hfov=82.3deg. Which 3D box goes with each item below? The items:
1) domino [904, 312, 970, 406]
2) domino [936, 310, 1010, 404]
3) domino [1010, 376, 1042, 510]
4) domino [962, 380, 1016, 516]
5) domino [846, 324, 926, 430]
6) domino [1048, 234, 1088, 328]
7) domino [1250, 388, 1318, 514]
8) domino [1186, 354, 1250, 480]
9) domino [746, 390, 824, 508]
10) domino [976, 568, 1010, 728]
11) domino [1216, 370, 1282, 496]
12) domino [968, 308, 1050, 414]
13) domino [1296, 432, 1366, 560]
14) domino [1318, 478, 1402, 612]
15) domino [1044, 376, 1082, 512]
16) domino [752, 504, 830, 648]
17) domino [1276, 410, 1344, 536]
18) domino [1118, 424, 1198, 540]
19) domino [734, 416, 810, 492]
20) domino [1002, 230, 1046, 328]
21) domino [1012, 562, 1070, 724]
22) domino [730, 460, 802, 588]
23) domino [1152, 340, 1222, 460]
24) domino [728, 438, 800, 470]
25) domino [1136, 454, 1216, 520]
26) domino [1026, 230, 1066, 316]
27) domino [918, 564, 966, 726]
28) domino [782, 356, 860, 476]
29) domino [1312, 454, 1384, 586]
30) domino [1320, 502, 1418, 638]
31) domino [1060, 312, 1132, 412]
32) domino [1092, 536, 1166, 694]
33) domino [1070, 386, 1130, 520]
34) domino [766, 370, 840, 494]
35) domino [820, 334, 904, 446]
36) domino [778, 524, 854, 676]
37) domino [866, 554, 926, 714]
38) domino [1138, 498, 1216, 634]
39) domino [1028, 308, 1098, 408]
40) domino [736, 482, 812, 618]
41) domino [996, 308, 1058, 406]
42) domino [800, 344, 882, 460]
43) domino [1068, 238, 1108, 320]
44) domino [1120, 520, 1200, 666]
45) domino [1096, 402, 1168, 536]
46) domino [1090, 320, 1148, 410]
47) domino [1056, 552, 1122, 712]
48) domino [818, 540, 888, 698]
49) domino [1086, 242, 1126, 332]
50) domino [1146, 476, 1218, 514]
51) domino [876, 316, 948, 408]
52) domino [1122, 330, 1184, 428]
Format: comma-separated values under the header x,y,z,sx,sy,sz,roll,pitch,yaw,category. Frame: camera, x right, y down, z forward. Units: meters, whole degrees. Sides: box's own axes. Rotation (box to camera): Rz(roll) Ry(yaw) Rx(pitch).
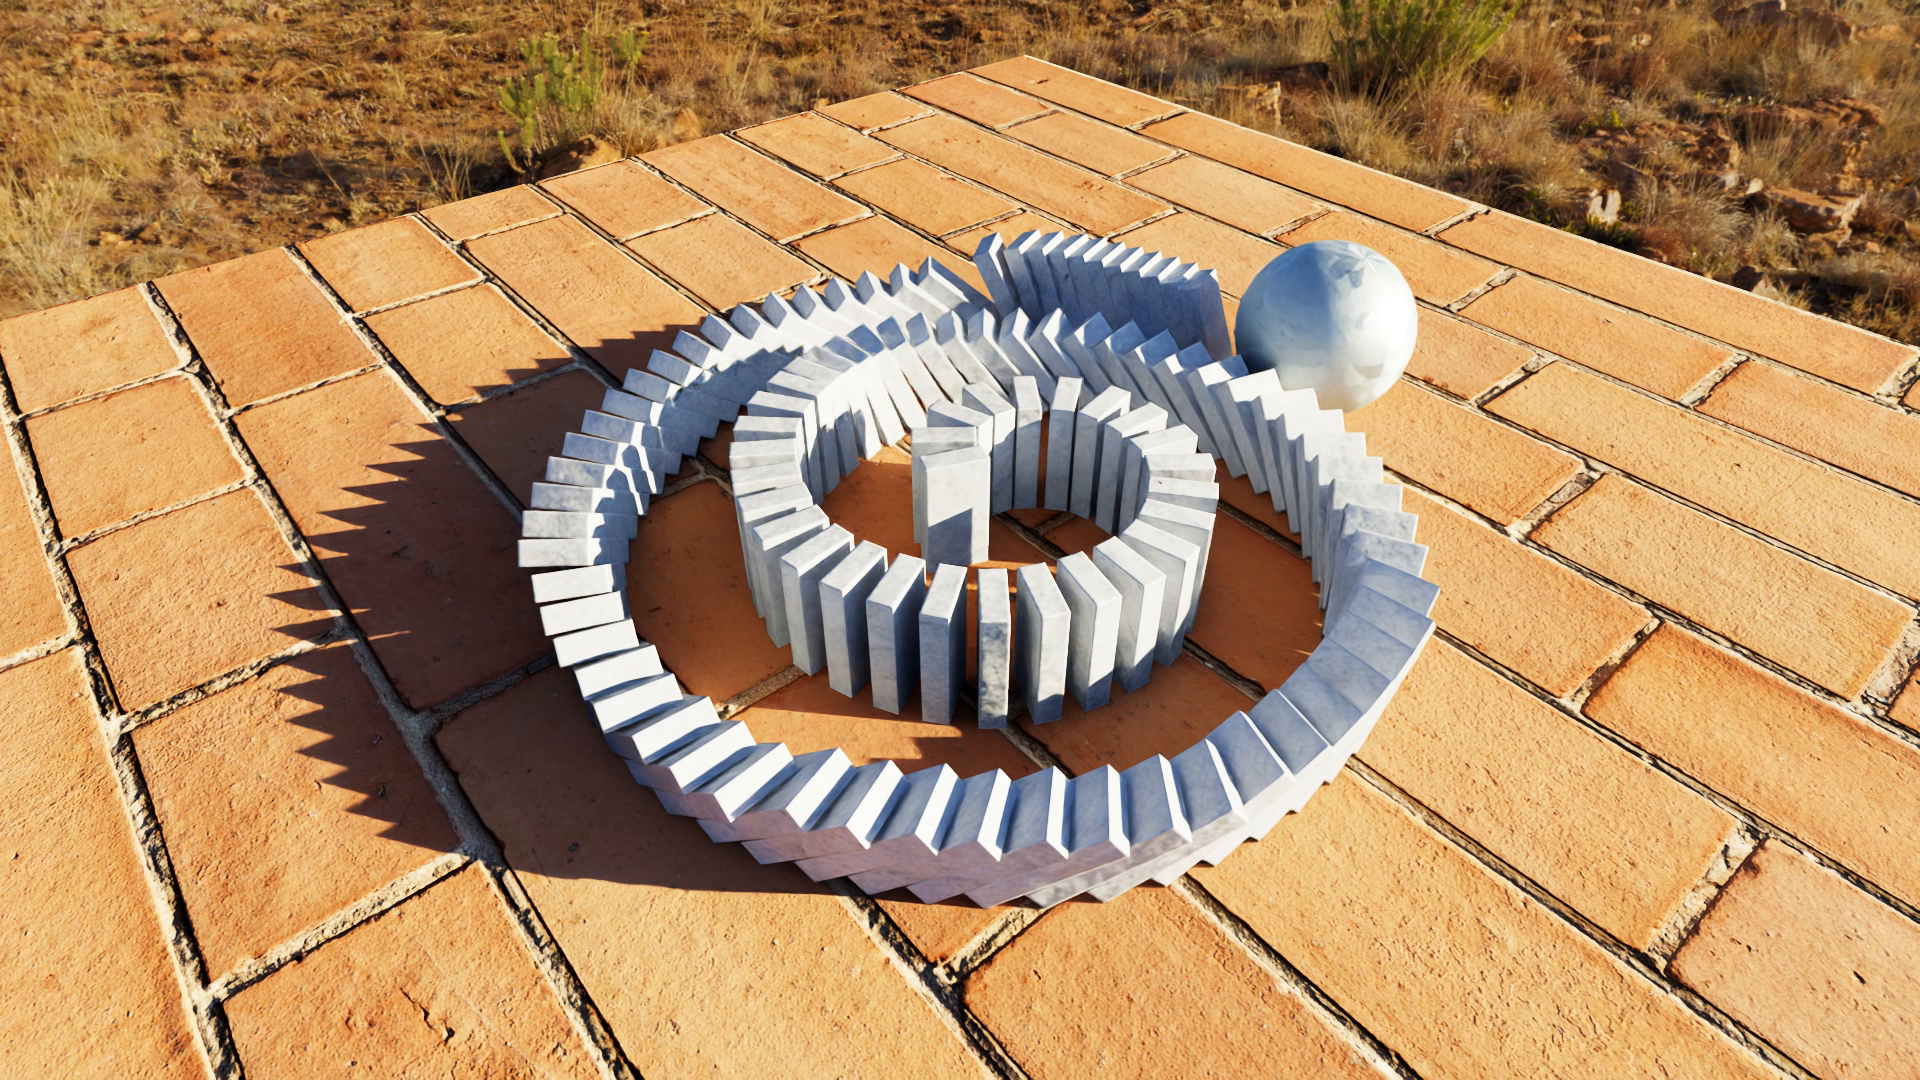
x,y,z,sx,sy,sz,roll,pitch,yaw,category
-0.006,-0.080,0.511,0.010,0.050,0.025,-31,39,13,domino
0.008,-0.082,0.514,0.010,0.050,0.025,-32,36,18,domino
0.027,-0.041,0.461,0.009,0.050,0.025,-3,39,-3,domino
0.011,-0.038,0.458,0.009,0.050,0.025,-21,44,-24,domino
-0.032,-0.073,0.500,0.010,0.050,0.025,-36,47,-5,domino
0.062,-0.130,0.570,0.009,0.050,0.025,3,34,38,domino
0.142,-0.038,0.465,0.025,0.010,0.050,-8,80,-10,domino
0.122,-0.055,0.486,0.025,0.009,0.050,-22,85,-24,domino
-0.072,-0.036,0.455,0.025,0.050,0.009,11,41,13,domino
0.011,0.037,0.367,0.010,0.050,0.025,-1,39,-1,domino
0.132,-0.047,0.476,0.025,0.009,0.050,-16,83,-19,domino
0.023,-0.083,0.516,0.010,0.050,0.025,-31,32,25,domino
0.150,-0.018,0.441,0.025,0.009,0.050,0,79,0,domino
0.151,0.003,0.416,0.025,0.009,0.050,7,79,8,domino
0.043,-0.040,0.460,0.009,0.050,0.025,7,40,9,domino
-0.059,0.013,0.395,0.025,0.050,0.010,-22,44,-24,domino
0.147,-0.028,0.454,0.025,0.010,0.050,-4,80,-5,domino
0.078,-0.020,0.436,0.025,0.050,0.010,-16,42,-19,domino
-0.075,-0.026,0.443,0.025,0.050,0.009,2,39,3,domino
0.040,-0.133,0.574,0.010,0.050,0.025,-3,33,35,domino
0.027,0.035,0.369,0.009,0.050,0.025,-10,40,-12,domino
-0.071,-0.005,0.418,0.025,0.050,0.009,-10,40,-11,domino
0.110,-0.062,0.495,0.025,0.010,0.050,-29,89,-31,domino
-0.074,-0.016,0.430,0.025,0.050,0.010,-4,40,-5,domino
0.082,-0.010,0.423,0.025,0.050,0.009,-1,39,-2,domino
0.051,-0.132,0.572,0.010,0.050,0.025,-1,34,34,domino
-0.005,0.035,0.368,0.009,0.050,0.025,9,40,11,domino
-0.060,-0.053,0.475,0.025,0.050,0.009,23,53,26,domino
0.151,-0.007,0.429,0.025,0.010,0.050,3,79,3,domino
0.150,0.013,0.403,0.025,0.009,0.050,11,81,14,domino
0.070,-0.079,0.514,0.009,0.050,0.025,-26,14,48,domino
0.056,0.026,0.379,0.009,0.050,0.025,-24,45,-27,domino
0.058,-0.036,0.455,0.009,0.050,0.025,26,46,28,domino
-0.066,-0.045,0.466,0.025,0.050,0.010,18,45,21,domino
-0.043,-0.067,0.492,0.010,0.050,0.025,-42,53,-16,domino
-0.048,0.021,0.385,0.009,0.050,0.025,30,48,31,domino
-0.021,0.032,0.372,0.009,0.050,0.025,15,42,17,domino
0.076,0.010,0.399,0.025,0.050,0.009,14,41,17,domino
0.054,-0.082,0.517,0.009,0.050,0.025,-28,21,39,domino
-0.066,0.004,0.406,0.025,0.050,0.009,-15,42,-17,domino
0.038,-0.083,0.517,0.009,0.050,0.025,-30,27,31,domino
-0.052,-0.060,0.484,0.025,0.050,0.009,29,61,30,domino
0.071,-0.127,0.566,0.009,0.050,0.025,3,34,37,domino
0.068,0.019,0.388,0.025,0.050,0.009,26,46,28,domino
0.069,-0.029,0.446,0.025,0.050,0.009,-26,46,-29,domino
0.084,-0.074,0.509,0.025,0.009,0.050,-39,98,-38,domino
0.042,0.031,0.373,0.009,0.050,0.025,-17,42,-20,domino
-0.035,0.027,0.378,0.010,0.050,0.025,21,44,24,domino
0.080,-0.123,0.562,0.010,0.050,0.025,3,34,37,domino
0.080,0.000,0.411,0.025,0.050,0.009,7,40,8,domino
-0.020,-0.077,0.507,0.010,0.050,0.025,-32,42,6,domino
0.097,-0.069,0.502,0.025,0.009,0.050,-34,93,-34,domino
